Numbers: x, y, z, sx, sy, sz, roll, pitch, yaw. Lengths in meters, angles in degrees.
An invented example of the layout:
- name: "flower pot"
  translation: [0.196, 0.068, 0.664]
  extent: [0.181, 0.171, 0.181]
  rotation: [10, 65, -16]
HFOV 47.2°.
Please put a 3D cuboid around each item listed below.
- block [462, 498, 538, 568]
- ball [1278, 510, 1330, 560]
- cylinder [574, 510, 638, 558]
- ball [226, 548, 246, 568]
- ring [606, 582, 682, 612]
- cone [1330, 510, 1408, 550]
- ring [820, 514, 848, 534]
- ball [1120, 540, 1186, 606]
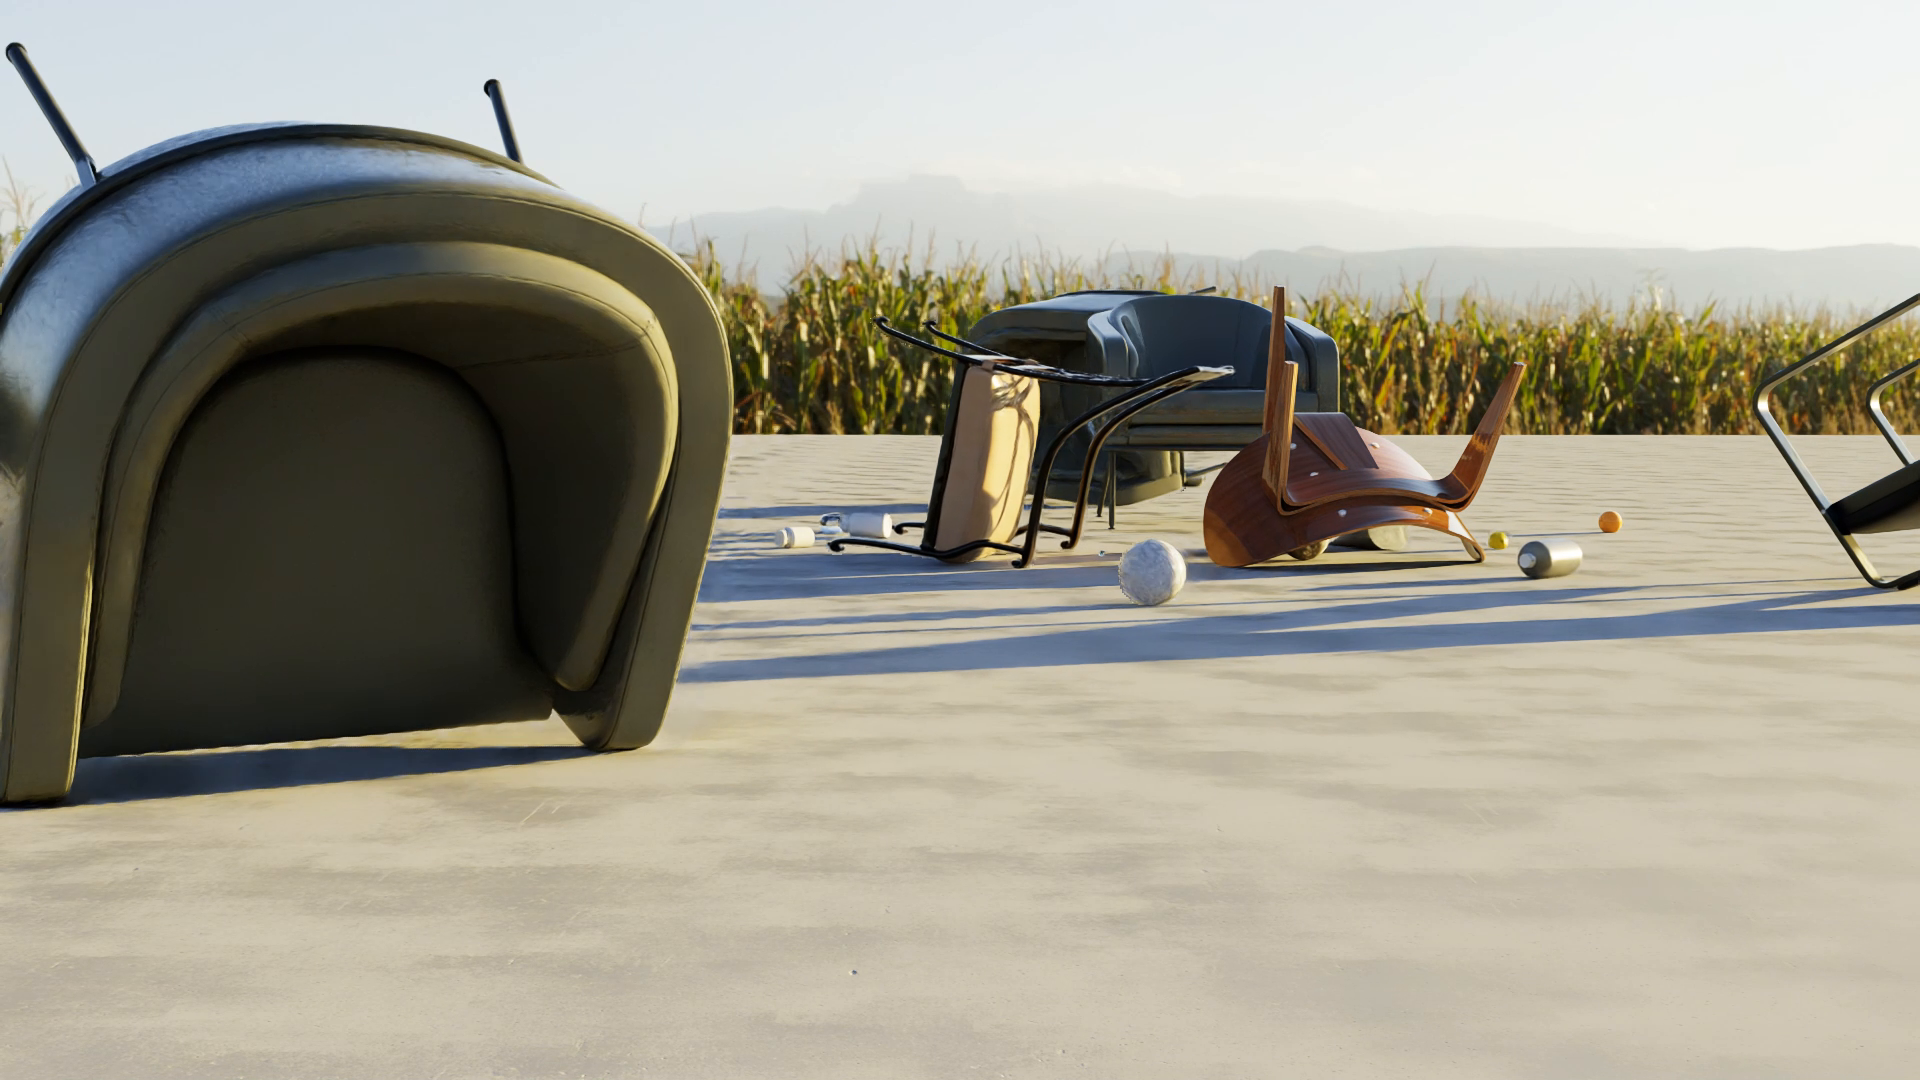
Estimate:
- name: "block"
  translation: [-1.172, -0.018, 5.602]
  extent: [0.161, 0.165, 0.190]
  rotation: [0, 4, -4]
- name: "ball"
  translation: [0.903, -0.014, 5.773]
  extent: [0.134, 0.134, 0.134]
  rotation: [0, 4, 0]
- name: "cylinder"
  translation: [-0.946, -0.017, 5.861]
  extent: [0.148, 0.128, 0.180]
  rotation: [-1, 5, -17]
- name: "ball"
  translation: [-1.819, 0.045, 5.526]
  extent: [0.050, 0.050, 0.050]
  rotation: [0, 4, 0]
- name: "ring"
  translation: [-0.650, 0.116, 4.529]
  extent: [0.157, 0.046, 0.249]
  rotation: [-1, 4, -2]
- name: "cone"
  translation: [1.126, -0.007, 6.238]
  extent: [0.155, 0.115, 0.257]
  rotation: [0, -9, -33]
- name: "ring"
  translation: [-0.395, -0.051, 6.889]
  extent: [0.090, 0.057, 0.138]
  rotation: [-2, 5, -3]
- name: "ball"
  translation: [0.401, 0.067, 4.572]
  extent: [0.137, 0.137, 0.137]
  rotation: [0, 4, 0]
